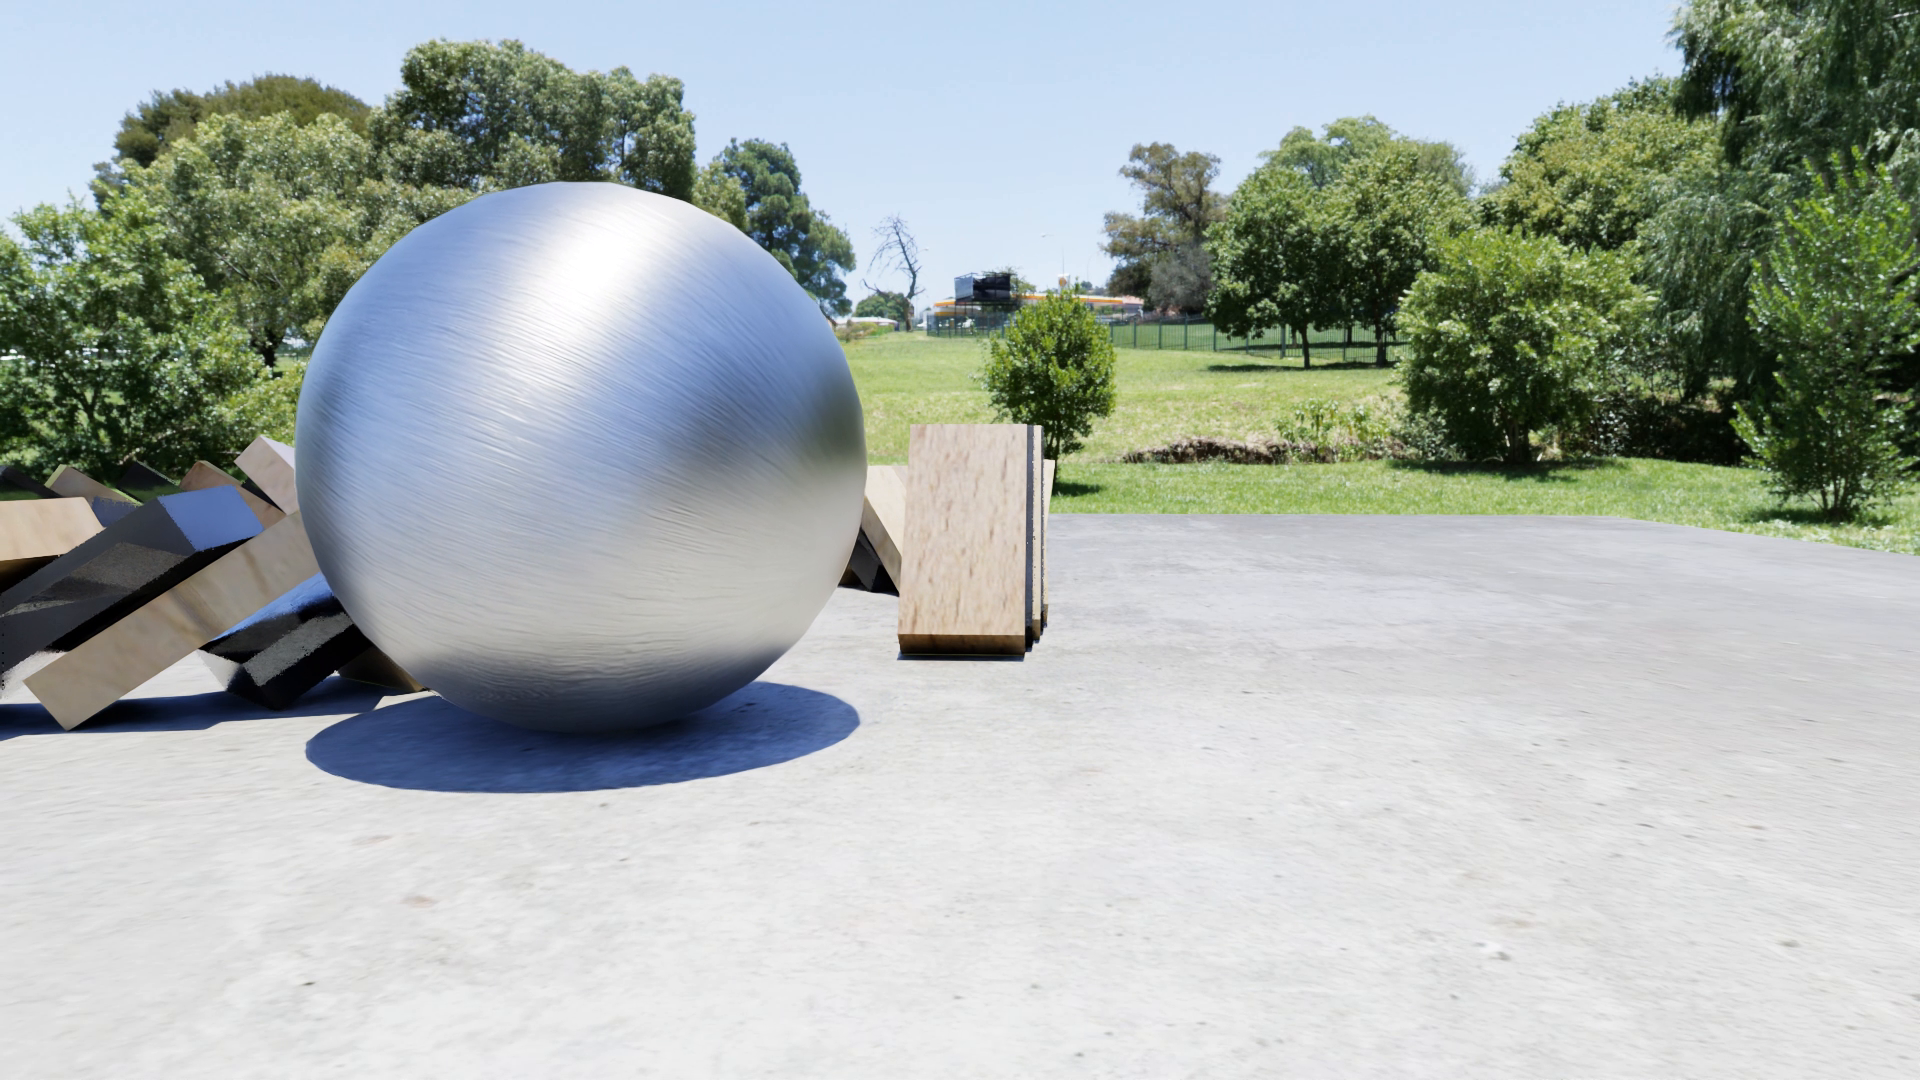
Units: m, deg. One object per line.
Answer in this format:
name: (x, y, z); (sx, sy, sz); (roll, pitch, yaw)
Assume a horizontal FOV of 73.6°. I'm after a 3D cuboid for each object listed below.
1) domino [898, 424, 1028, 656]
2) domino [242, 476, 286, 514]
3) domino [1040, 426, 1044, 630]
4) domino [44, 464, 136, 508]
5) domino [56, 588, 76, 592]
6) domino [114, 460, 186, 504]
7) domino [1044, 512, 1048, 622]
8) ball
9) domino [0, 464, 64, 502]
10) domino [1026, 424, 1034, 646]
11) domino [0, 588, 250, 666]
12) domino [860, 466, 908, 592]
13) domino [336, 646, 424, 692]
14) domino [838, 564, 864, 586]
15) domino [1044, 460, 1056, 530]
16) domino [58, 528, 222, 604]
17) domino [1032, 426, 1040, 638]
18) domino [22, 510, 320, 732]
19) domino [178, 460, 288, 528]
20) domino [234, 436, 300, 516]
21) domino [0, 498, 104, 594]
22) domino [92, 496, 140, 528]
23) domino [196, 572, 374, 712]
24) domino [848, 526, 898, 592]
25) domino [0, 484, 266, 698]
domino: (0.001, -0.001, 0.267); (0.025, 0.050, 0.009); (0, -30, 4)
domino: (-0.207, -0.007, 0.420); (0.050, 0.010, 0.025); (36, -8, -18)
domino: (0.007, -0.003, 0.301); (0.025, 0.050, 0.009); (0, -30, 3)
domino: (-0.249, -0.005, 0.389); (0.050, 0.009, 0.025); (40, -21, -34)
domino: (-0.267, -0.001, 0.354); (0.025, 0.009, 0.050); (2, -25, 30)
domino: (-0.236, -0.006, 0.402); (0.050, 0.009, 0.025); (39, -15, -26)
domino: (0.008, -0.004, 0.313); (0.025, 0.050, 0.009); (-1, -30, 1)
ball: (-0.054, -0.012, 0.190); (0.080, 0.080, 0.080); (0, 4, 0)
domino: (-0.258, -0.004, 0.371); (0.025, 0.009, 0.050); (3, -30, 34)
domino: (0.003, -0.002, 0.279); (0.025, 0.050, 0.010); (0, -30, 3)
domino: (-0.175, 0.018, 0.270); (0.025, 0.010, 0.050); (0, 4, -3)
domino: (-0.014, -0.003, 0.374); (0.025, 0.009, 0.050); (-2, 39, -29)
domino: (-0.092, 0.008, 0.241); (0.025, 0.009, 0.050); (3, 36, 36)
domino: (-0.044, -0.005, 0.402); (0.025, 0.009, 0.050); (-4, 36, -46)
domino: (0.011, -0.003, 0.343); (0.025, 0.009, 0.050); (6, 42, 5)
domino: (-0.192, 0.007, 0.297); (0.025, 0.009, 0.050); (-7, -16, 24)
domino: (0.006, -0.003, 0.290); (0.025, 0.050, 0.010); (0, -30, 3)
domino: (-0.118, 0.009, 0.205); (0.050, 0.009, 0.025); (-35, 15, -11)
domino: (-0.222, -0.007, 0.412); (0.050, 0.009, 0.025); (37, -12, -22)
domino: (-0.168, -0.006, 0.345); (0.050, 0.009, 0.025); (42, -4, 8)
domino: (-0.159, 0.011, 0.194); (0.050, 0.009, 0.025); (-31, 0, 8)
domino: (-0.189, 0.003, 0.322); (0.050, 0.009, 0.025); (14, -24, -27)
domino: (-0.104, 0.009, 0.225); (0.025, 0.009, 0.050); (4, 36, 44)
domino: (-0.026, -0.003, 0.389); (0.025, 0.009, 0.050); (-3, 35, -35)
domino: (-0.136, 0.010, 0.198); (0.050, 0.009, 0.025); (-33, 9, -2)
